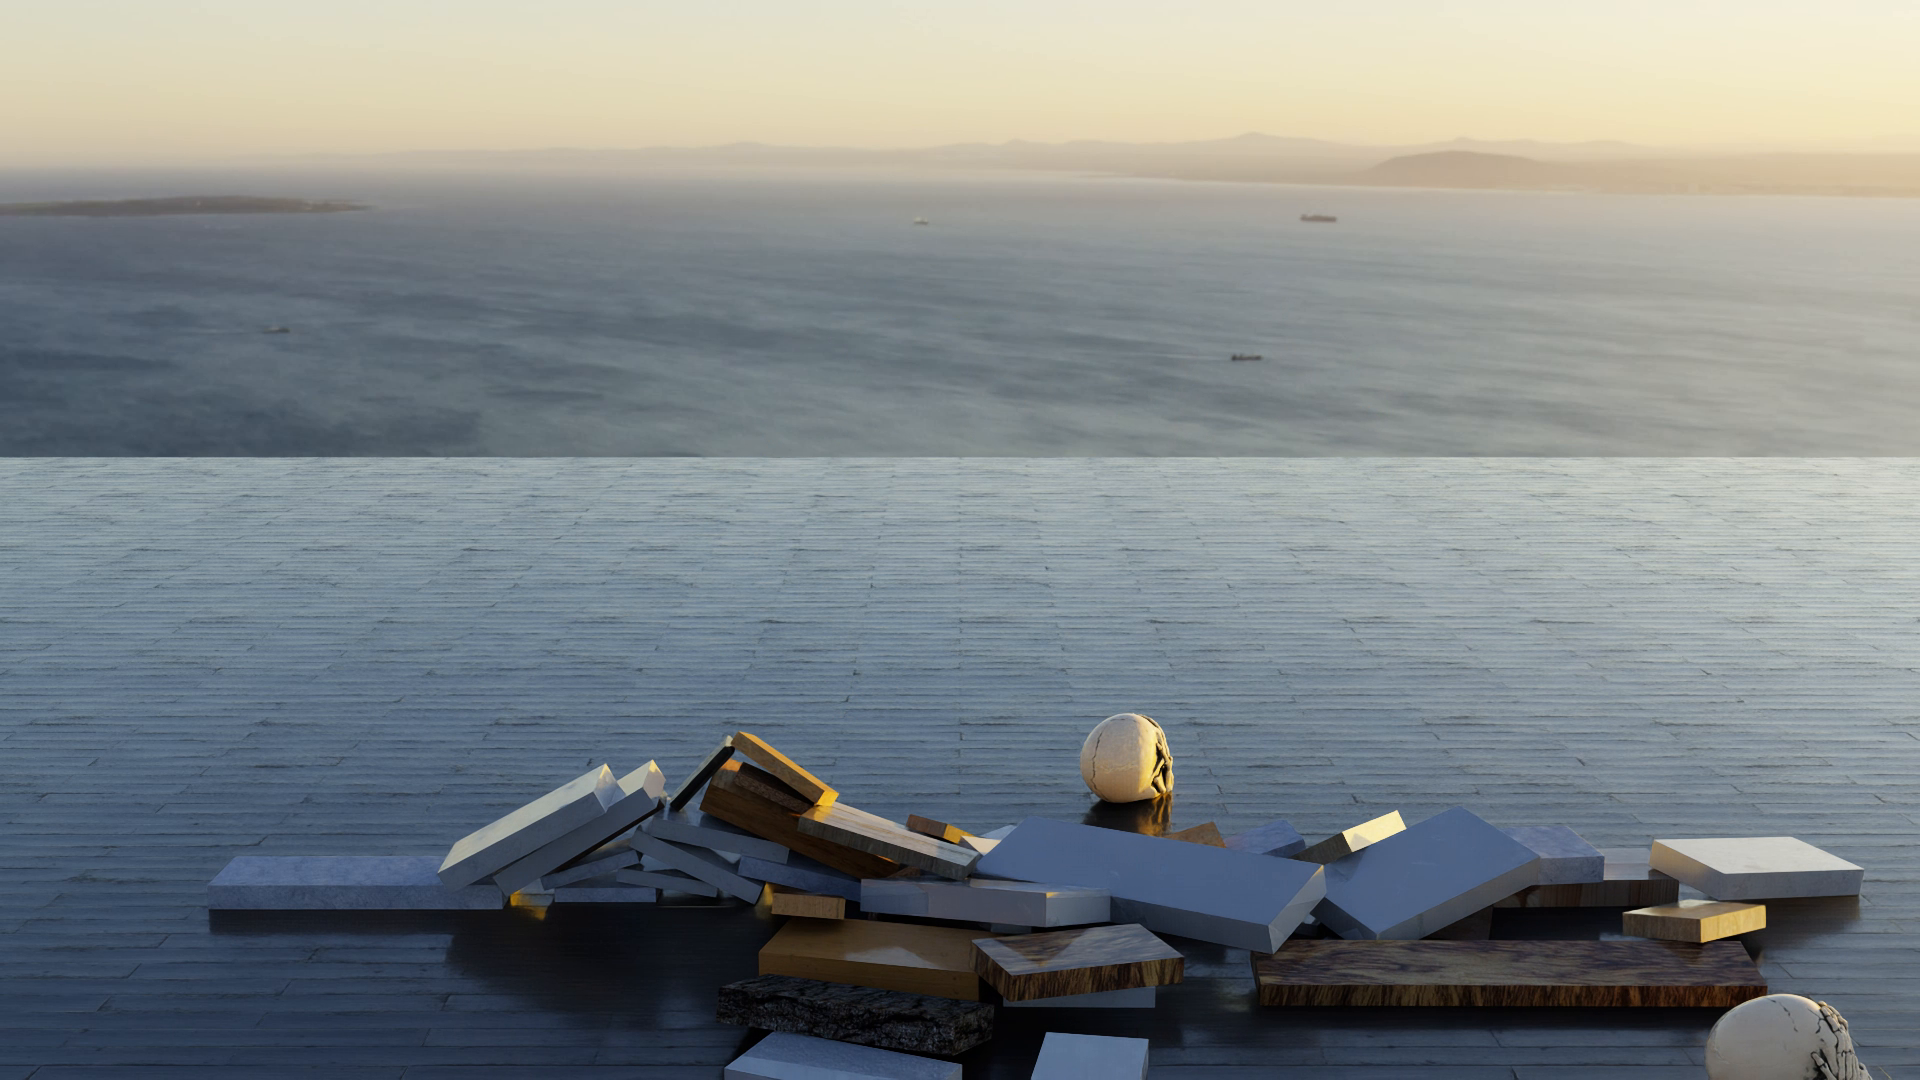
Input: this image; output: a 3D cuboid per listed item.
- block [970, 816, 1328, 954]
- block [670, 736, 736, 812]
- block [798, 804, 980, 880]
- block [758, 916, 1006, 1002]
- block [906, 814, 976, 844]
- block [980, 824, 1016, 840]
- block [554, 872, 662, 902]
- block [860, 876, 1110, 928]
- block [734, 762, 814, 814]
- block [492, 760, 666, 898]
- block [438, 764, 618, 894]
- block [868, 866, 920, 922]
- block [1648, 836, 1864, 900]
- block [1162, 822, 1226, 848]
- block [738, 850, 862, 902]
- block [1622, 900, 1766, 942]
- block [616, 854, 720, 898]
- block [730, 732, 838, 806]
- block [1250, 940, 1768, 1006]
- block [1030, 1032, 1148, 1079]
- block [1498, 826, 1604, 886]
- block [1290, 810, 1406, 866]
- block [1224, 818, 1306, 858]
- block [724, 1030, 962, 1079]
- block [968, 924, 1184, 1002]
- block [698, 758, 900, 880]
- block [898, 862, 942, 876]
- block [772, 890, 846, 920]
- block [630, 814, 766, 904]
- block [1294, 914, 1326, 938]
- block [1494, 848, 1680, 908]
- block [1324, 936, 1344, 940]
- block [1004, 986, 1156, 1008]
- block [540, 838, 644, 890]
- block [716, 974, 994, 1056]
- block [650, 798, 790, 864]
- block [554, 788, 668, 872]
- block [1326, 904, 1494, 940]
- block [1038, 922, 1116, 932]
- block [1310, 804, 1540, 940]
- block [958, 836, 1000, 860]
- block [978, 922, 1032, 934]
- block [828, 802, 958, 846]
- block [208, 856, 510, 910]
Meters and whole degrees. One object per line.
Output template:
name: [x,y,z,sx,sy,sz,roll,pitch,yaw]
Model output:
block: [0.290,0.538,3.474,0.551,0.050,0.177,4,26,37]
block: [-0.427,0.389,3.661,0.020,0.138,0.069,43,6,-8]
block: [-0.116,0.488,3.556,0.283,0.026,0.090,15,10,13]
block: [-0.116,0.630,3.321,0.338,0.048,0.169,3,11,14]
block: [-0.008,0.514,3.792,0.086,0.024,0.171,9,-15,40]
block: [0.126,0.540,3.870,0.171,0.024,0.086,9,14,41]
block: [-0.585,0.578,3.668,0.167,0.024,0.083,0,11,0]
block: [0.038,0.562,3.436,0.354,0.050,0.177,-2,-7,36]
block: [-0.307,0.414,3.662,0.138,0.020,0.069,24,10,-2]
block: [-0.626,0.475,3.631,0.290,0.041,0.145,-31,11,5]
block: [-0.706,0.472,3.602,0.290,0.041,0.145,-28,11,5]
block: [-0.106,0.576,3.574,0.017,0.062,0.123,7,12,32]
block: [1.324,0.544,3.656,0.319,0.045,0.159,3,11,-27]
block: [0.319,0.538,3.657,0.244,0.035,0.122,-17,11,1]
block: [-0.249,0.549,3.664,0.229,0.032,0.114,13,11,-1]
block: [1.140,0.590,3.410,0.123,0.035,0.246,-2,-4,42]
block: [-0.482,0.557,3.667,0.166,0.024,0.083,9,10,0]
block: [-0.291,0.381,3.656,0.180,0.025,0.090,33,-1,15]
block: [0.803,0.639,3.249,0.733,0.035,0.123,0,21,0]
block: [0.163,0.720,2.863,0.140,0.040,0.280,2,11,10]
block: [0.882,0.526,3.644,0.319,0.045,0.159,-1,11,-7]
block: [0.625,0.497,3.577,0.122,0.035,0.244,-31,-14,28]
block: [0.446,0.535,3.658,0.244,0.035,0.122,-18,10,-3]
block: [-0.154,0.713,2.900,0.280,0.040,0.140,5,12,24]
block: [0.170,0.615,3.211,0.280,0.040,0.140,-1,12,-24]
block: [-0.262,0.471,3.674,0.337,0.048,0.169,24,10,-4]
block: [-0.034,0.553,3.735,0.073,0.021,0.146,1,1,43]
block: [-0.239,0.573,3.458,0.110,0.031,0.220,5,-8,-4]
block: [-0.429,0.527,3.662,0.229,0.032,0.114,25,10,0]
block: [0.567,0.603,3.544,0.068,0.019,0.136,6,12,29]
block: [0.970,0.565,3.680,0.413,0.045,0.159,0,11,-2]
block: [0.612,0.637,3.361,0.136,0.019,0.068,6,12,30]
block: [0.174,0.653,3.244,0.221,0.031,0.110,0,11,1]
block: [-0.608,0.536,3.659,0.167,0.024,0.083,-17,10,5]
block: [-0.144,0.658,3.060,0.347,0.048,0.169,4,-3,19]
block: [-0.395,0.481,3.660,0.229,0.032,0.114,12,11,-5]
block: [-0.580,0.479,3.644,0.209,0.020,0.069,-32,11,2]
block: [0.704,0.597,3.441,0.246,0.035,0.123,5,25,16]
block: [0.183,0.609,3.483,0.110,0.031,0.220,-1,11,-6]
block: [0.722,0.535,3.461,0.354,0.050,0.177,-17,31,-30]
block: [0.087,0.538,3.718,0.171,0.024,0.086,12,12,-34]
block: [0.070,0.596,3.413,0.062,0.017,0.123,4,-6,-8]
block: [-0.055,0.512,3.699,0.351,0.017,0.062,20,9,-7]
block: [-0.988,0.570,3.663,0.480,0.041,0.145,0,11,0]
